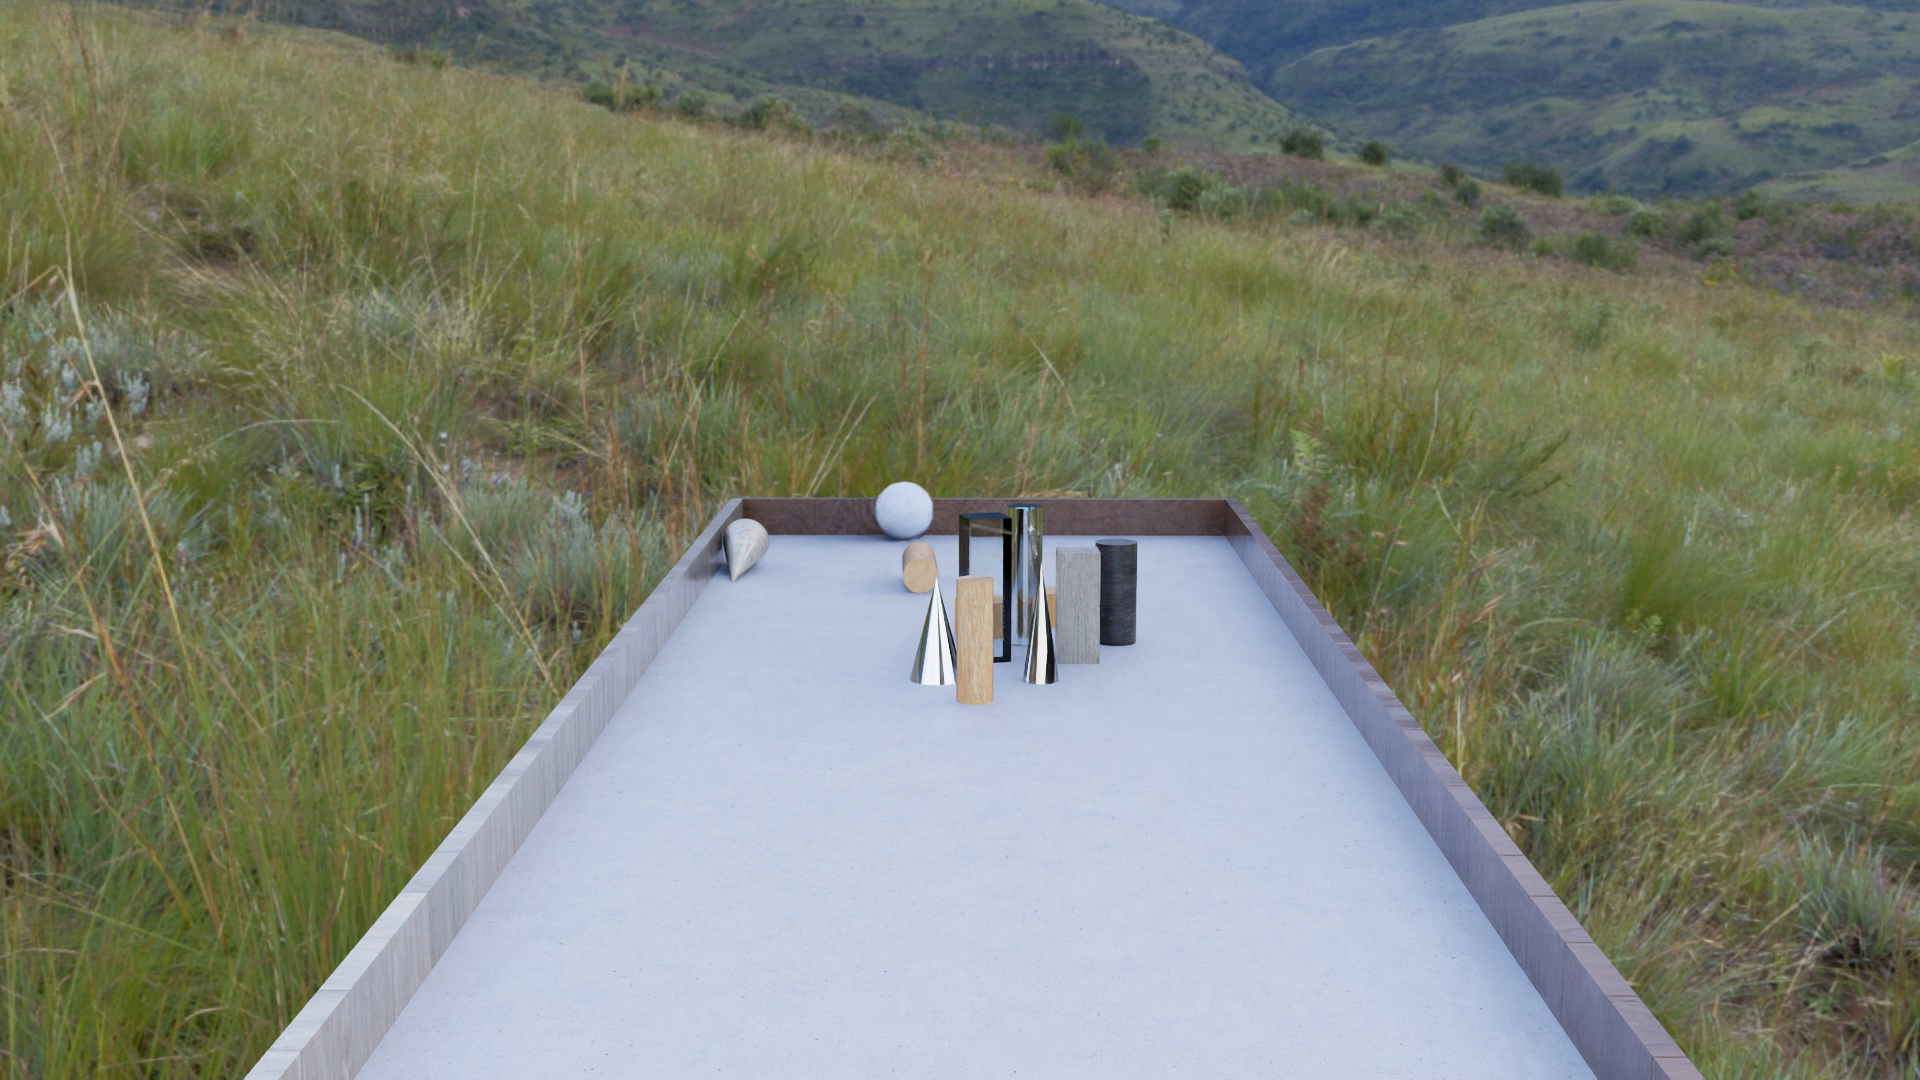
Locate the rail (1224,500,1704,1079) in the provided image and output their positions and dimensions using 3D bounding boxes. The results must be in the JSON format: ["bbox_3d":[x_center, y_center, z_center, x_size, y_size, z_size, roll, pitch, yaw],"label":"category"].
[{"bbox_3d":[1.046,0.843,3.208,0.050,0.150,12.000,0,9,1],"label":"rail"}]

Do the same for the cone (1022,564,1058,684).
[{"bbox_3d":[0.236,0.237,6.396,0.106,0.350,0.106,0,9,0],"label":"cone"}]

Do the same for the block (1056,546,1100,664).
[{"bbox_3d":[0.357,0.198,6.680,0.126,0.338,0.126,0,9,-1],"label":"block"}]

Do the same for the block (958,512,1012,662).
[{"bbox_3d":[0.076,0.145,6.681,0.128,0.442,0.128,-3,9,-17],"label":"block"}]

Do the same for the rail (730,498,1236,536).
[{"bbox_3d":[0.099,-0.098,9.147,2.100,0.150,0.050,0,9,1],"label":"rail"}]

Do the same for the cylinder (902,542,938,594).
[{"bbox_3d":[-0.146,0.098,7.991,0.125,0.125,0.382,0,9,-2],"label":"cylinder"}]

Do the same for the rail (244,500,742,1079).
[{"bbox_3d":[-1.004,0.839,3.234,0.050,0.150,12.000,0,9,1],"label":"rail"}]

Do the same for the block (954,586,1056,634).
[{"bbox_3d":[0.197,0.232,7.177,0.440,0.115,0.115,-6,11,-33],"label":"block"}]

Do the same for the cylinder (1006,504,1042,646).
[{"bbox_3d":[0.203,0.109,6.923,0.113,0.437,0.113,0,9,0],"label":"cylinder"}]

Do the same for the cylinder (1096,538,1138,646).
[{"bbox_3d":[0.492,0.164,6.948,0.133,0.321,0.133,0,9,0],"label":"cylinder"}]

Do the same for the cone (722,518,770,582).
[{"bbox_3d":[-0.826,0.081,8.214,0.179,0.179,0.459,0,20,1],"label":"cone"}]

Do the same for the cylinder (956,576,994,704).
[{"bbox_3d":[0.042,0.279,6.141,0.103,0.347,0.103,0,9,0],"label":"cylinder"}]

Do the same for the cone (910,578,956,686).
[{"bbox_3d":[-0.068,0.258,6.417,0.160,0.303,0.160,0,9,0],"label":"cone"}]

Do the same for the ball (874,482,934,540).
[{"bbox_3d":[-0.229,-0.120,9.001,0.239,0.239,0.239,0,9,0],"label":"ball"}]
